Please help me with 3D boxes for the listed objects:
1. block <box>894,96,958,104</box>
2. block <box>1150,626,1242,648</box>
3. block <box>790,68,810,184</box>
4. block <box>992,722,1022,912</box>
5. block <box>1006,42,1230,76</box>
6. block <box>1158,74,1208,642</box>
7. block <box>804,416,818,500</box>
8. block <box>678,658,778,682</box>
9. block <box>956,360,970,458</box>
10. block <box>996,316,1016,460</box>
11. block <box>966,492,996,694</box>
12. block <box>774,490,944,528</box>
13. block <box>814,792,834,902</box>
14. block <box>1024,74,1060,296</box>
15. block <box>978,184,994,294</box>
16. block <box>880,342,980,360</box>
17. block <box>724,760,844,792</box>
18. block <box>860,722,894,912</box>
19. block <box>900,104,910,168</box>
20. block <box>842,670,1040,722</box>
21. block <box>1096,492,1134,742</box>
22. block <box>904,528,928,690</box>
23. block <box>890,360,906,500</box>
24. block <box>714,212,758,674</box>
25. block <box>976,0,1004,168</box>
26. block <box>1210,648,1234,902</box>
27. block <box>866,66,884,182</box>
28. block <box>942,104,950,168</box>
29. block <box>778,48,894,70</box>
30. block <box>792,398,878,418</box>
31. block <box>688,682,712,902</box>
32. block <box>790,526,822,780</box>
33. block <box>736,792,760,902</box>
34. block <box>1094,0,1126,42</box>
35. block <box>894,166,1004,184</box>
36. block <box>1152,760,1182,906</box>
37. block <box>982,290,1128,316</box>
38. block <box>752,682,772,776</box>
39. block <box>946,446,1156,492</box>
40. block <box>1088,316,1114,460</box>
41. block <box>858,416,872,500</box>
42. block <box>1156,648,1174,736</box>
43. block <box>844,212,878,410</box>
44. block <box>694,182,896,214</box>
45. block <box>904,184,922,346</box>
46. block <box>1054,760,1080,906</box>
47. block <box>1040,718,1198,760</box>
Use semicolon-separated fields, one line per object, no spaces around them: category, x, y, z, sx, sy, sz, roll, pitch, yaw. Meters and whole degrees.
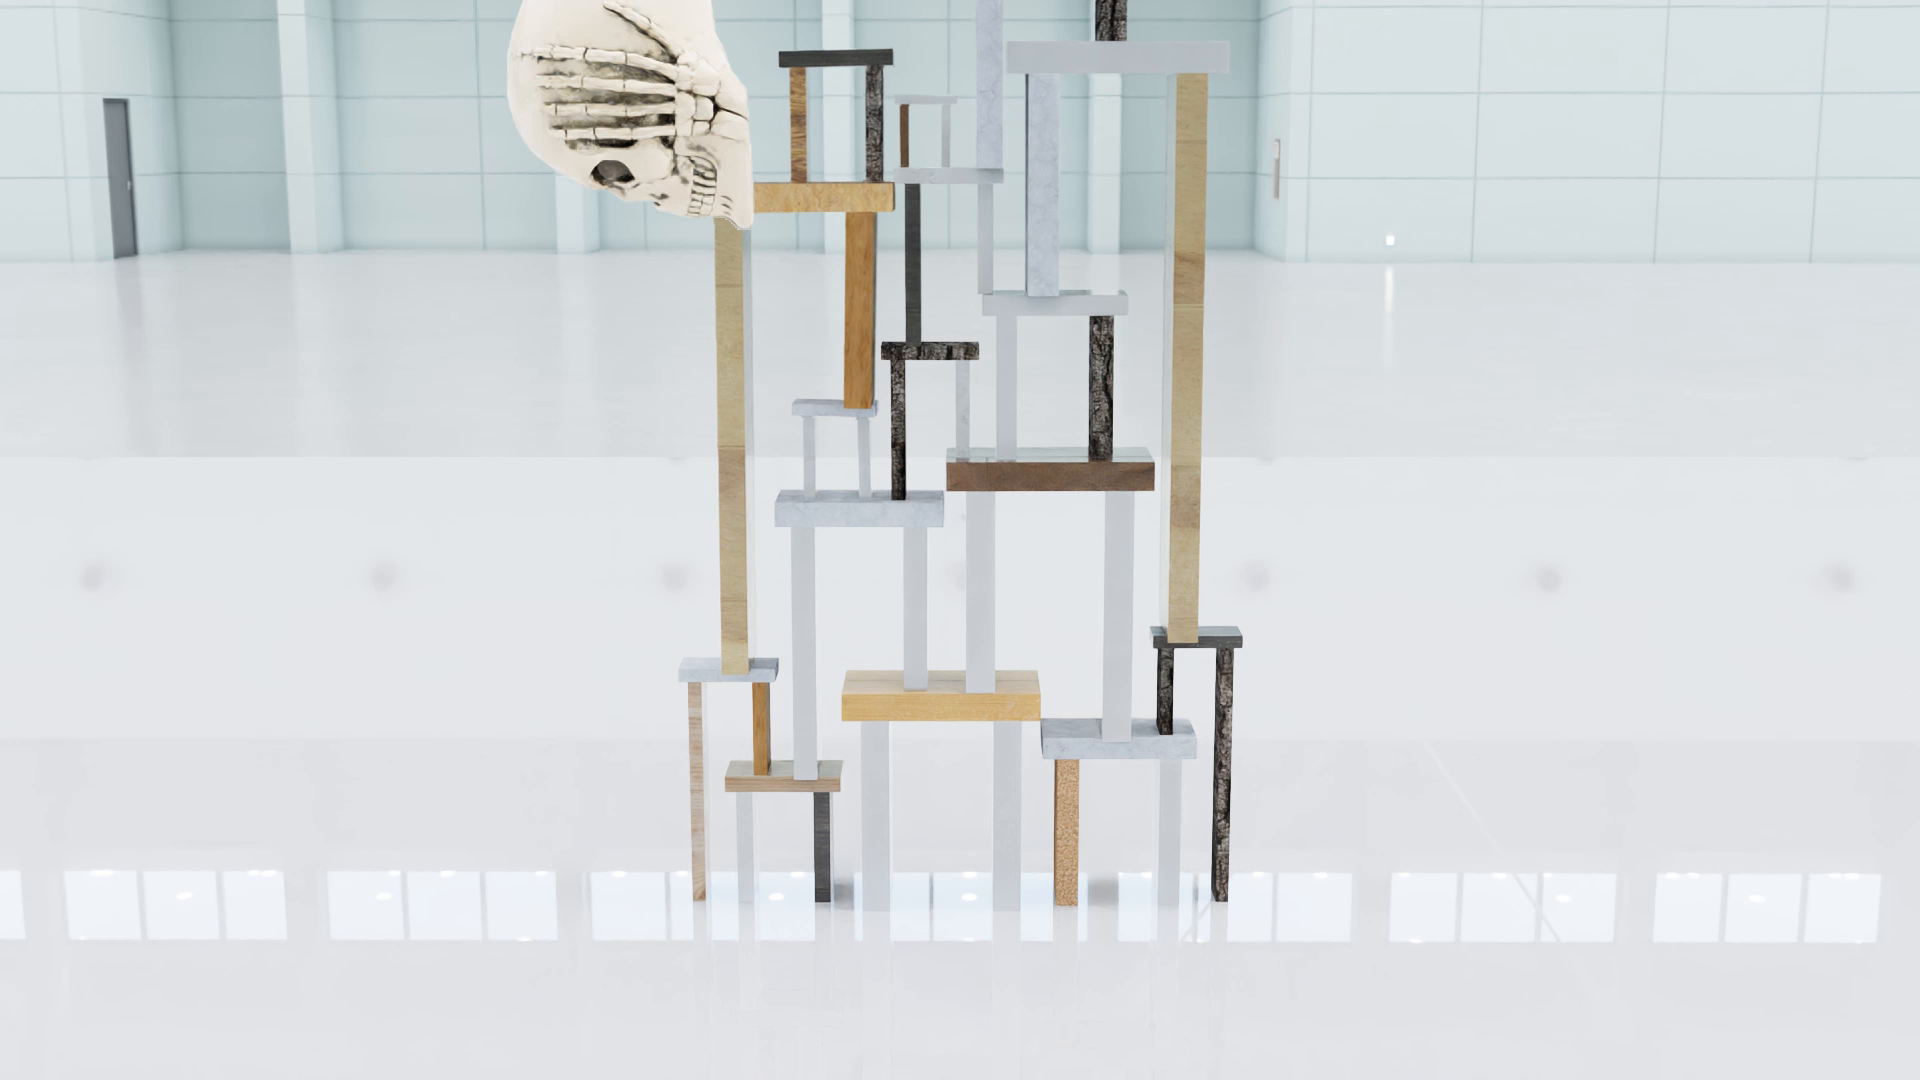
block;-0.053;-0.685;3.426;0.096;0.014;0.048;0;10;-3
block;0.384;0.158;3.585;0.145;0.021;0.072;0;11;0
block;-0.250;-0.647;3.437;0.025;0.176;0.088;0;10;0
block;0.076;0.434;3.636;0.045;0.319;0.160;0;11;0
block;0.240;-0.747;3.415;0.338;0.048;0.169;0;11;0
block;0.354;-0.288;3.502;0.048;0.887;0.169;0;11;0
block;-0.240;-0.136;3.539;0.019;0.133;0.067;0;11;0
block;-0.378;0.212;3.602;0.157;0.022;0.078;0;11;0
block;0.004;-0.215;3.525;0.022;0.156;0.078;0;11;0
block;0.073;-0.248;3.509;0.032;0.228;0.114;0;11;0
block;0.033;0.070;3.574;0.047;0.329;0.164;0;11;0
block;-0.160;-0.052;3.554;0.268;0.038;0.134;0;11;0
block;-0.226;0.496;3.656;0.027;0.189;0.095;0;11;0
block;0.129;-0.558;3.451;0.048;0.338;0.169;0;11;0
block;0.040;-0.477;3.471;0.024;0.171;0.086;0;11;0
block;-0.047;-0.302;3.507;0.156;0.022;0.078;0;11;0
block;-0.289;0.390;3.636;0.189;0.027;0.095;0;11;0
block;-0.137;0.434;3.636;0.045;0.320;0.160;0;11;0
block;-0.086;-0.632;3.437;0.014;0.096;0.048;0;10;1
block;-0.030;0.254;3.603;0.320;0.045;0.160;0;11;0
block;0.252;0.109;3.581;0.047;0.409;0.164;0;11;0
block;-0.071;0.099;3.582;0.038;0.268;0.134;0;11;0
block;-0.099;-0.181;3.530;0.022;0.225;0.078;0;11;0
block;-0.359;-0.158;3.531;0.043;0.733;0.152;0;11;0
block;0.046;-0.817;3.403;0.040;0.474;0.142;0;11;0
block;0.432;0.380;3.626;0.021;0.430;0.072;0;11;0
block;-0.133;-0.650;3.437;0.025;0.175;0.088;0;11;0
block;-0.022;-0.632;3.438;0.014;0.096;0.048;0;10;0
block;-0.191;-0.748;3.419;0.175;0.025;0.088;-1;10;0
block;-0.199;-0.212;3.524;0.133;0.019;0.067;1;11;1
block;-0.430;0.406;3.638;0.022;0.372;0.078;0;11;0
block;-0.250;0.172;3.595;0.038;0.417;0.134;0;11;0
block;-0.352;0.496;3.656;0.027;0.189;0.095;0;11;0
block;0.233;-0.911;3.387;0.040;0.283;0.142;0;11;0
block;-0.017;-0.573;3.453;0.171;0.024;0.086;0;11;0
block;0.342;0.467;3.650;0.035;0.249;0.125;0;11;0
block;0.148;-0.376;3.485;0.228;0.032;0.114;0;11;0
block;-0.326;0.300;3.618;0.022;0.157;0.078;0;10;0
block;0.142;-0.115;3.540;0.328;0.047;0.164;0;11;0
block;0.225;-0.249;3.509;0.032;0.228;0.114;0;11;0
block;-0.152;-0.136;3.539;0.019;0.133;0.067;-1;11;0
block;0.336;0.240;3.600;0.021;0.145;0.072;0;10;0
block;-0.157;-0.369;3.490;0.043;0.304;0.152;1;11;0
block;-0.256;-0.540;3.457;0.304;0.043;0.152;0;11;0
block;-0.074;-0.437;3.480;0.024;0.253;0.085;0;11;0
block;0.176;0.467;3.650;0.035;0.249;0.125;0;11;0
block;0.259;0.327;3.624;0.249;0.035;0.125;0;11;0
